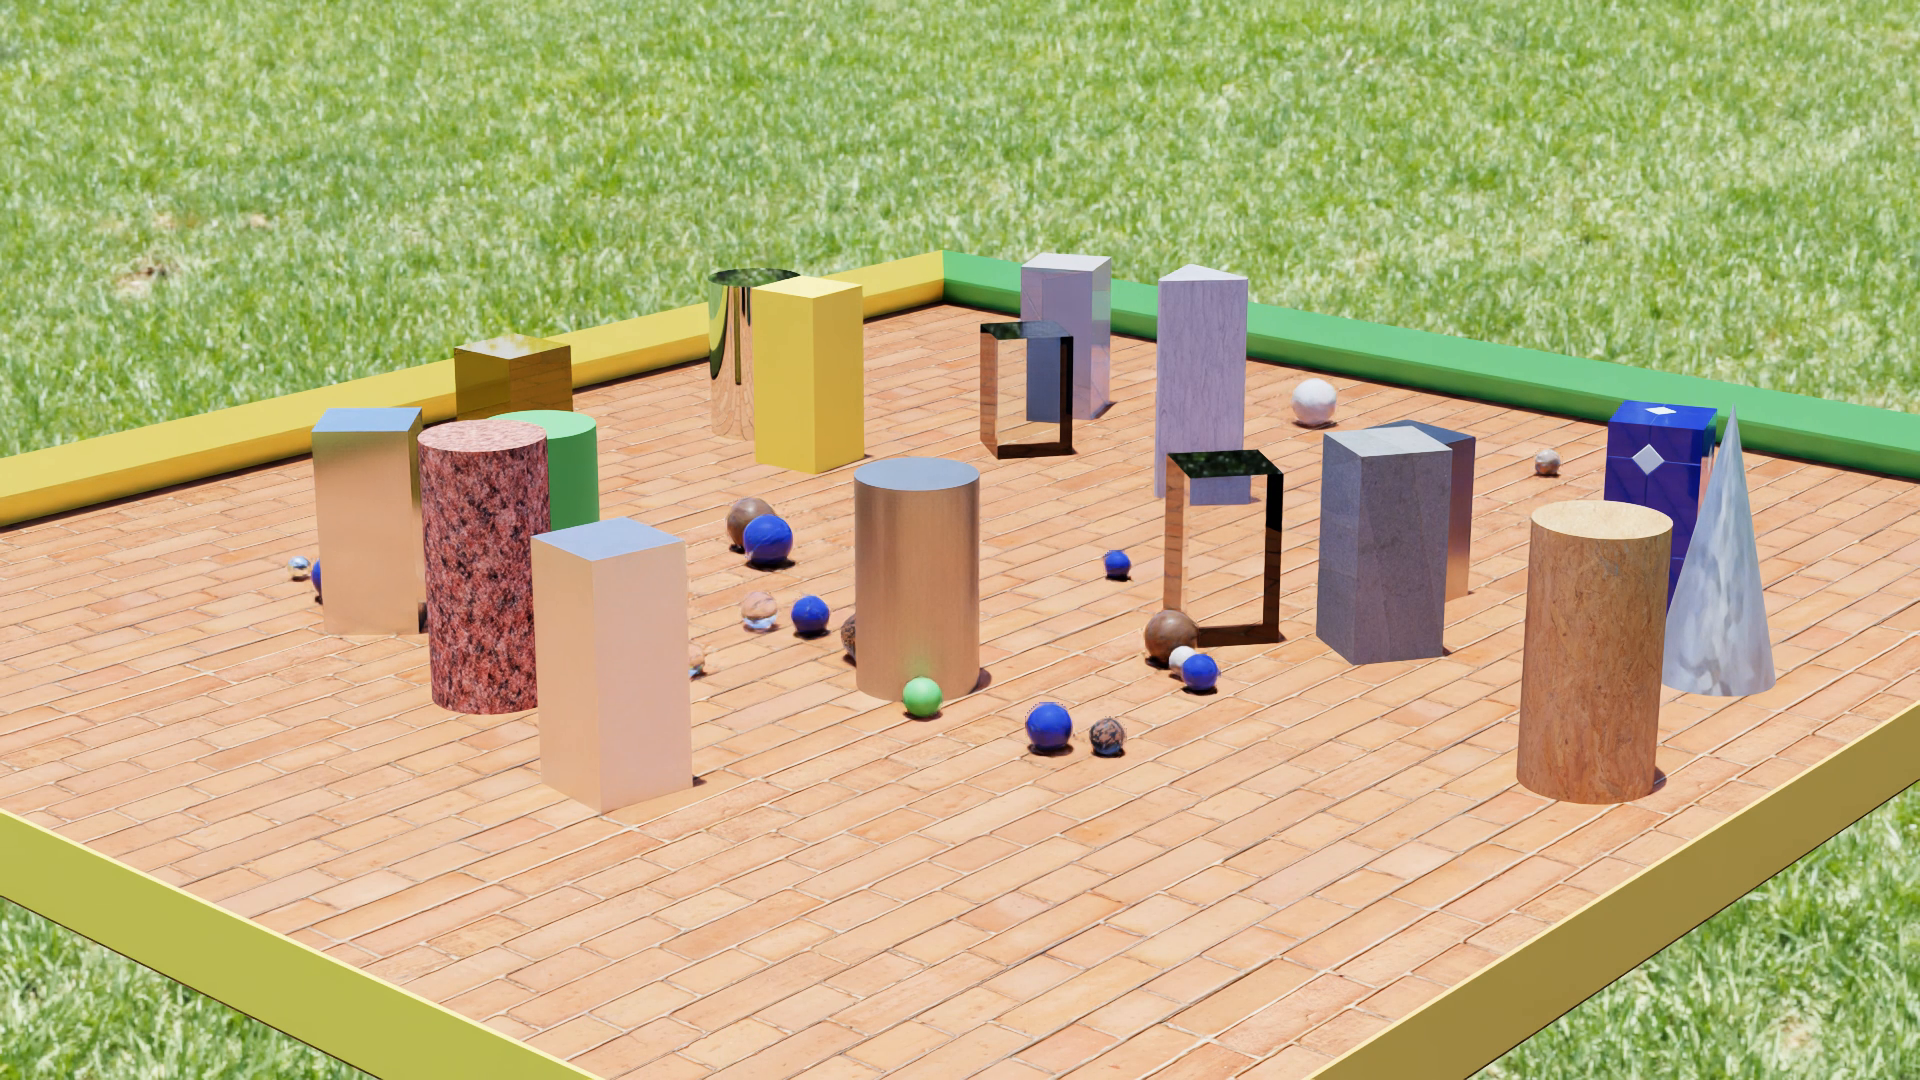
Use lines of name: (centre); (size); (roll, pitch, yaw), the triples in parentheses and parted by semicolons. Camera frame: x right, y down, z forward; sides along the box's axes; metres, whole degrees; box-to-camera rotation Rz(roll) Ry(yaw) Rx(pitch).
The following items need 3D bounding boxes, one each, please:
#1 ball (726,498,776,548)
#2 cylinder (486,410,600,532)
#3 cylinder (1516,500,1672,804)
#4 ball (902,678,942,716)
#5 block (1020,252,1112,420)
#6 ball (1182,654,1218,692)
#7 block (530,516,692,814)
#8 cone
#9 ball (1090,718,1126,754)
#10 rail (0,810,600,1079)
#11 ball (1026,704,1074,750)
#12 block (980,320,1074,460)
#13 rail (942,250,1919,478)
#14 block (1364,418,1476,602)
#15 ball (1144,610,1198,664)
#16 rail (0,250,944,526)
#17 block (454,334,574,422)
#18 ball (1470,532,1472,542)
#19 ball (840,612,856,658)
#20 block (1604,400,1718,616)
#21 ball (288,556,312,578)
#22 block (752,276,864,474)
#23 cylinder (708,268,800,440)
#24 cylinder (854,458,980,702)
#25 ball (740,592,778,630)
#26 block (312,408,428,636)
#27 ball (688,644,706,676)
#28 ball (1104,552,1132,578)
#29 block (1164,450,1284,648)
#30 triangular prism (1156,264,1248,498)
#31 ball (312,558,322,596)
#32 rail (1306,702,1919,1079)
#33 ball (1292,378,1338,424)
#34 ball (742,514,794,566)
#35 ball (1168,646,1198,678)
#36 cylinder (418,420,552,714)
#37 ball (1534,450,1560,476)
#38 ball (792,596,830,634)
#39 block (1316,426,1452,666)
ball: (-0.383, -0.031, 5.391); (0.094, 0.094, 0.094); (0, 17, 0)
cylinder: (-0.709, -0.030, 4.961); (0.198, 0.341, 0.198); (0, 17, 0)
cylinder: (0.914, 0.160, 4.232); (0.198, 0.397, 0.198); (0, 17, 0)
ball: (-0.059, 0.243, 4.541); (0.061, 0.061, 0.061); (0, 17, 0)
block: (0.229, -0.442, 6.353); (0.158, 0.327, 0.158); (5, 18, 17)
ball: (0.381, 0.210, 4.652); (0.059, 0.059, 0.059); (0, 17, 0)
block: (-0.500, 0.177, 4.215); (0.158, 0.375, 0.158); (-14, 21, -38)
cone: (1.213, 0.001, 4.660); (0.198, 0.457, 0.198); (0, 17, 0)
ball: (0.220, 0.293, 4.386); (0.053, 0.053, 0.053); (0, 17, 0)
rail: (-1.180, 0.424, 3.819); (3.285, 0.128, 0.045); (14, 22, 39)
ball: (0.135, 0.281, 4.398); (0.071, 0.071, 0.071); (0, 17, 0)
block: (0.136, -0.311, 6.052); (0.158, 0.250, 0.158); (-4, 17, -12)
rail: (1.180, -0.360, 6.421); (3.285, 0.128, 0.045); (14, 22, 39)
block: (0.777, -0.044, 5.101); (0.158, 0.287, 0.158); (-13, 21, -37)
ball: (0.344, 0.158, 4.775); (0.089, 0.089, 0.089); (0, 17, 0)
rail: (-1.222, -0.274, 6.136); (0.045, 0.128, 3.646); (14, 22, 39)
block: (-0.862, -0.229, 5.689); (0.158, 0.302, 0.158); (14, 21, 38)
ball: (0.883, -0.009, 5.323); (0.092, 0.092, 0.092); (0, 17, 0)
ball: (-0.154, 0.156, 4.792); (0.082, 0.082, 0.082); (0, 17, 0)
block: (1.199, -0.053, 5.045); (0.158, 0.336, 0.158); (7, 18, 21)
ball: (-1.177, 0.048, 5.219); (0.042, 0.042, 0.042); (0, 17, 0)
block: (-0.307, -0.336, 5.942); (0.158, 0.361, 0.158); (12, 21, 35)
cylinder: (-0.430, -0.393, 6.189); (0.198, 0.328, 0.198); (0, 17, 0)
cylinder: (-0.068, 0.062, 4.646); (0.198, 0.347, 0.198); (0, 17, 0)
ball: (-0.339, 0.119, 4.950); (0.063, 0.063, 0.063); (0, 17, 0)
block: (-0.990, -0.032, 4.947); (0.158, 0.354, 0.158); (0, 17, -2)
ball: (-0.436, 0.192, 4.723); (0.053, 0.053, 0.053); (0, 17, 0)
ball: (0.281, 0.045, 5.221); (0.048, 0.048, 0.048); (0, 17, 0)
block: (0.438, 0.013, 4.901); (0.158, 0.293, 0.158); (-3, 17, -10)
triangular prism: (0.459, -0.313, 5.743); (0.171, 0.432, 0.148); (-2, 17, -5)
ball: (-1.088, 0.063, 5.104); (0.081, 0.081, 0.081); (0, 17, 0)
rail: (1.222, 0.338, 4.104); (0.045, 0.128, 3.646); (14, 22, 39)
ball: (0.757, -0.295, 6.261); (0.099, 0.099, 0.099); (0, 17, 0)
ball: (-0.347, 0.000, 5.293); (0.092, 0.092, 0.092); (0, 17, 0)
ball: (0.361, 0.196, 4.715); (0.051, 0.051, 0.051); (0, 17, 0)
cylinder: (-0.737, 0.041, 4.585); (0.198, 0.423, 0.198); (0, 17, 0)
ball: (1.178, -0.155, 5.877); (0.053, 0.053, 0.053); (0, 17, 0)
ball: (-0.250, 0.126, 4.920); (0.065, 0.065, 0.065); (0, 17, 0)
block: (0.694, 0.008, 4.816); (0.158, 0.352, 0.158); (-5, 17, -15)
